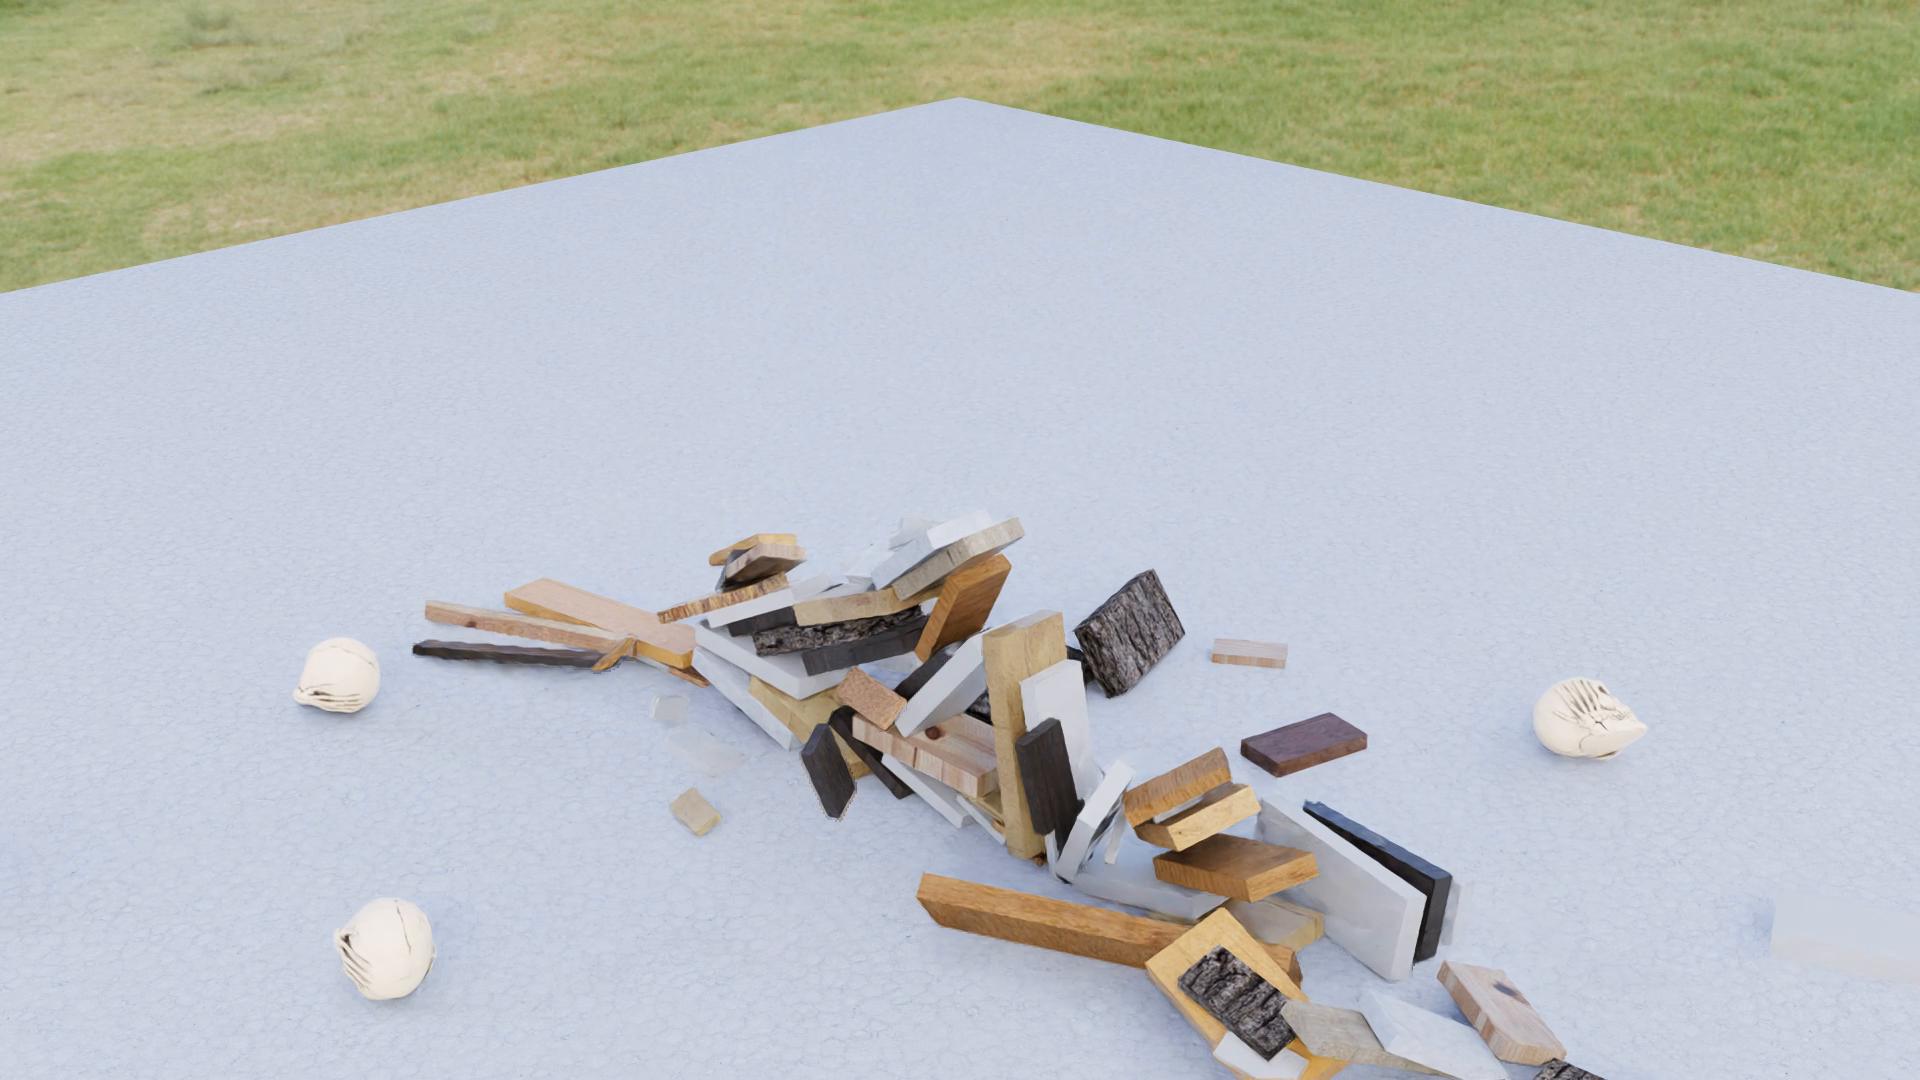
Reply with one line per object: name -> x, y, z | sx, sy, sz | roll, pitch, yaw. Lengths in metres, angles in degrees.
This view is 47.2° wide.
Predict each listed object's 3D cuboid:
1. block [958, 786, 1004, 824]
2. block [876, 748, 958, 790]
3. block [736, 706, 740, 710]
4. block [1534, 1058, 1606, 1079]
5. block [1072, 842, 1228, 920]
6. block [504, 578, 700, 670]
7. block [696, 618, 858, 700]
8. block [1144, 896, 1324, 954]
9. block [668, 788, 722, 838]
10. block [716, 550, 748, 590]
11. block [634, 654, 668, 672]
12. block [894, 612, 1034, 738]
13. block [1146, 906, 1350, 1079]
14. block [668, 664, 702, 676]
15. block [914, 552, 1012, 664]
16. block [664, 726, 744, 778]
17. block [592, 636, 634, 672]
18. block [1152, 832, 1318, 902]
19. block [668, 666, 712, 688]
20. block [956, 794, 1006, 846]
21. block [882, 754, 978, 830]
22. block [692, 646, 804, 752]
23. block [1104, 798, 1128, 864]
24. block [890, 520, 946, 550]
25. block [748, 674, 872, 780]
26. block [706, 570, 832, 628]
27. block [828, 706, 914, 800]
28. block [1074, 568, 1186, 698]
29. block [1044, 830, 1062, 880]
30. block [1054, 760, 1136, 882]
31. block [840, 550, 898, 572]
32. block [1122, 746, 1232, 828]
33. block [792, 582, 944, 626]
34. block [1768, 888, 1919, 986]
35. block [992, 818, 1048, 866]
block -> 0.065, 0.511, 4.382 | 0.071, 0.020, 0.141 | -19, 37, -37
block -> -0.048, 0.430, 4.471 | 0.238, 0.034, 0.119 | 22, 32, 37
block -> -0.441, 0.375, 4.858 | 0.051, 0.014, 0.102 | -21, 31, -40
block -> 1.040, 0.923, 3.540 | 0.244, 0.035, 0.122 | 18, 29, 36
block -> 0.367, 0.634, 4.110 | 0.149, 0.042, 0.299 | -21, 18, -41
block -> -0.829, 0.192, 5.214 | 0.643, 0.036, 0.127 | 15, 27, 39
block -> -0.400, 0.238, 4.786 | 0.341, 0.048, 0.171 | 25, 32, 38
block -> 0.499, 0.691, 4.027 | 0.149, 0.042, 0.299 | -21, 23, -40
block -> -0.532, 0.546, 4.418 | 0.062, 0.018, 0.124 | -38, 36, -15
block -> -0.472, 0.077, 4.867 | 0.102, 0.204, 0.029 | 1, 66, -16
block -> -0.697, 0.272, 5.099 | 0.117, 0.017, 0.059 | 20, 30, 39
block -> 0.015, 0.266, 4.323 | 0.170, 0.339, 0.048 | -21, 72, -40
block -> 0.478, 0.781, 3.648 | 0.167, 0.047, 0.335 | -33, 53, -14
block -> -0.606, 0.282, 5.024 | 0.117, 0.017, 0.059 | 14, 26, 37
block -> 0.005, 0.137, 4.305 | 0.131, 0.263, 0.037 | -24, 64, -32
block -> -0.544, 0.448, 4.673 | 0.086, 0.024, 0.172 | -19, 29, -38
block -> -0.758, 0.249, 4.815 | 0.049, 0.014, 0.099 | -20, 20, 37
block -> 0.492, 0.587, 3.955 | 0.149, 0.042, 0.299 | -16, 7, -27
block -> -0.604, 0.304, 5.023 | 0.117, 0.017, 0.059 | 19, 30, 38
block -> 0.066, 0.546, 4.391 | 0.071, 0.020, 0.141 | -20, 49, -40
block -> -0.036, 0.488, 4.487 | 0.119, 0.034, 0.238 | -21, 46, -40
block -> -0.415, 0.322, 4.822 | 0.171, 0.048, 0.341 | -20, 45, -40
block -> 0.302, 0.538, 4.167 | 0.019, 0.137, 0.068 | 16, 14, 2
block -> -0.066, -0.004, 4.320 | 0.073, 0.021, 0.146 | 14, -23, -34
block -> -0.280, 0.375, 4.700 | 0.171, 0.048, 0.341 | -19, 44, -39
block -> -0.412, 0.128, 4.724 | 0.254, 0.036, 0.127 | -16, 6, 37
block -> -0.154, 0.429, 4.585 | 0.119, 0.034, 0.239 | -21, 55, -40
block -> 0.392, 0.211, 5.040 | 0.049, 0.174, 0.348 | -22, 8, 35
block -> 0.196, 0.573, 4.223 | 0.021, 0.145, 0.072 | 8, 23, 44
block -> 0.247, 0.520, 4.049 | 0.039, 0.275, 0.138 | 33, 62, 11
block -> -0.152, 0.035, 4.559 | 0.170, 0.024, 0.085 | -12, 0, 30
block -> 0.387, 0.440, 3.926 | 0.198, 0.028, 0.099 | -27, 13, 9
block -> -0.172, 0.113, 4.460 | 0.175, 0.050, 0.351 | -20, 6, -35
block -> 1.649, 0.726, 3.991 | 0.328, 0.047, 0.164 | 9, 25, 21
block -> 0.136, 0.583, 4.321 | 0.071, 0.020, 0.141 | -20, 43, -39
